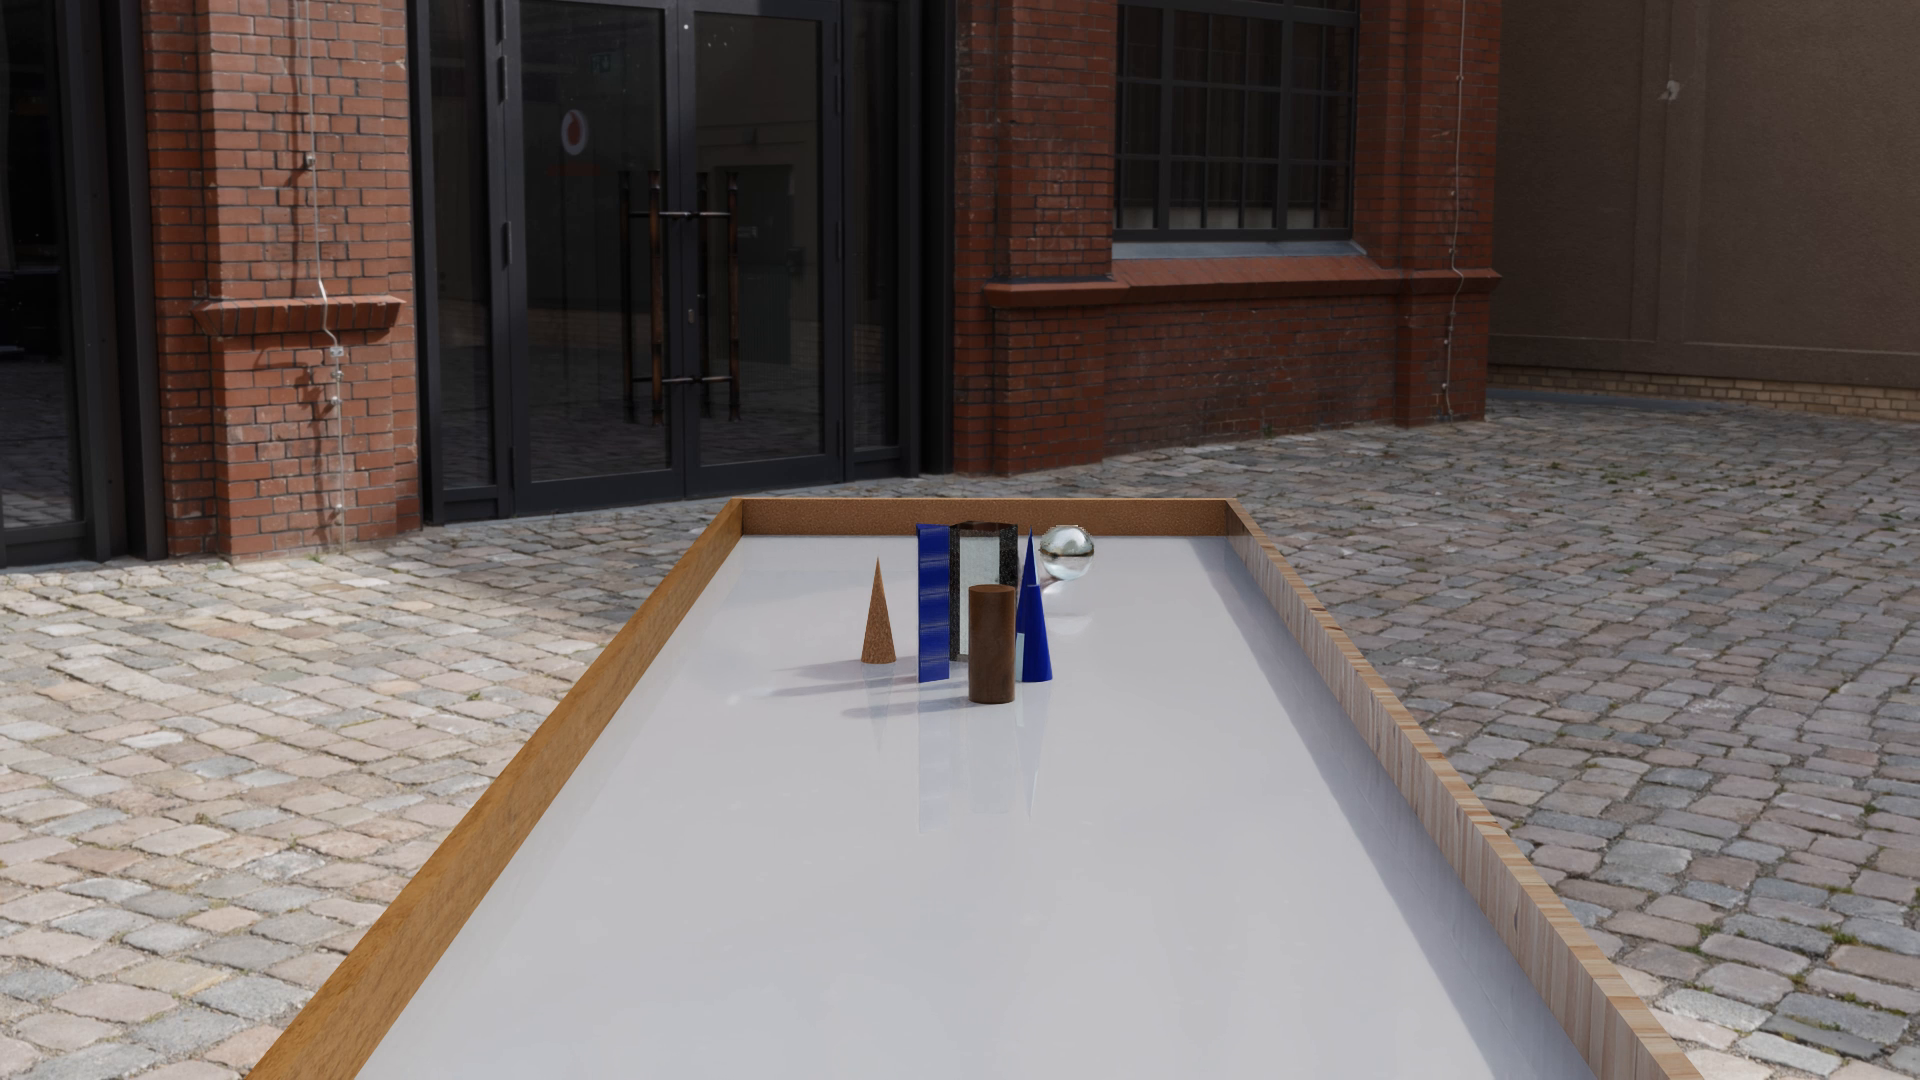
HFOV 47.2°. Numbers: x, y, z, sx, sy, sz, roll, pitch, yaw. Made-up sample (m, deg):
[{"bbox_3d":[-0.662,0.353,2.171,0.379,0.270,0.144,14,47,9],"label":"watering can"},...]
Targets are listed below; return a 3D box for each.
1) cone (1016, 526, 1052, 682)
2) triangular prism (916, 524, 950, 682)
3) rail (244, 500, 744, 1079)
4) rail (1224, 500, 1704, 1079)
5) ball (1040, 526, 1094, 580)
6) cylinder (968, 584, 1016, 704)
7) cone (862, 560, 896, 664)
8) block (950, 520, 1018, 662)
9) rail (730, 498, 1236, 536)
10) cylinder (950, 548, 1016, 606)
[{"bbox_3d":[0.206,0.179,6.426,0.136,0.455,0.136,0,9,0],"label":"cone"},{"bbox_3d":[-0.101,0.181,6.420,0.106,0.453,0.091,-6,11,-34],"label":"triangular prism"},{"bbox_3d":[-1.004,0.839,3.234,0.050,0.150,12.000,0,9,1],"label":"rail"},{"bbox_3d":[1.046,0.843,3.208,0.050,0.150,12.000,0,9,1],"label":"rail"},{"bbox_3d":[0.392,0.048,8.060,0.202,0.202,0.202,0,9,0],"label":"ball"},{"bbox_3d":[0.089,0.291,6.162,0.132,0.317,0.132,0,9,0],"label":"cylinder"},{"bbox_3d":[-0.248,0.206,6.672,0.108,0.325,0.108,0,9,0],"label":"cone"},{"bbox_3d":[0.064,0.159,6.704,0.167,0.408,0.167,5,10,27],"label":"block"},{"bbox_3d":[0.099,-0.098,9.147,2.100,0.150,0.050,0,9,1],"label":"rail"},{"bbox_3d":[0.039,0.130,7.712,0.150,0.150,0.387,5,10,29],"label":"cylinder"}]
